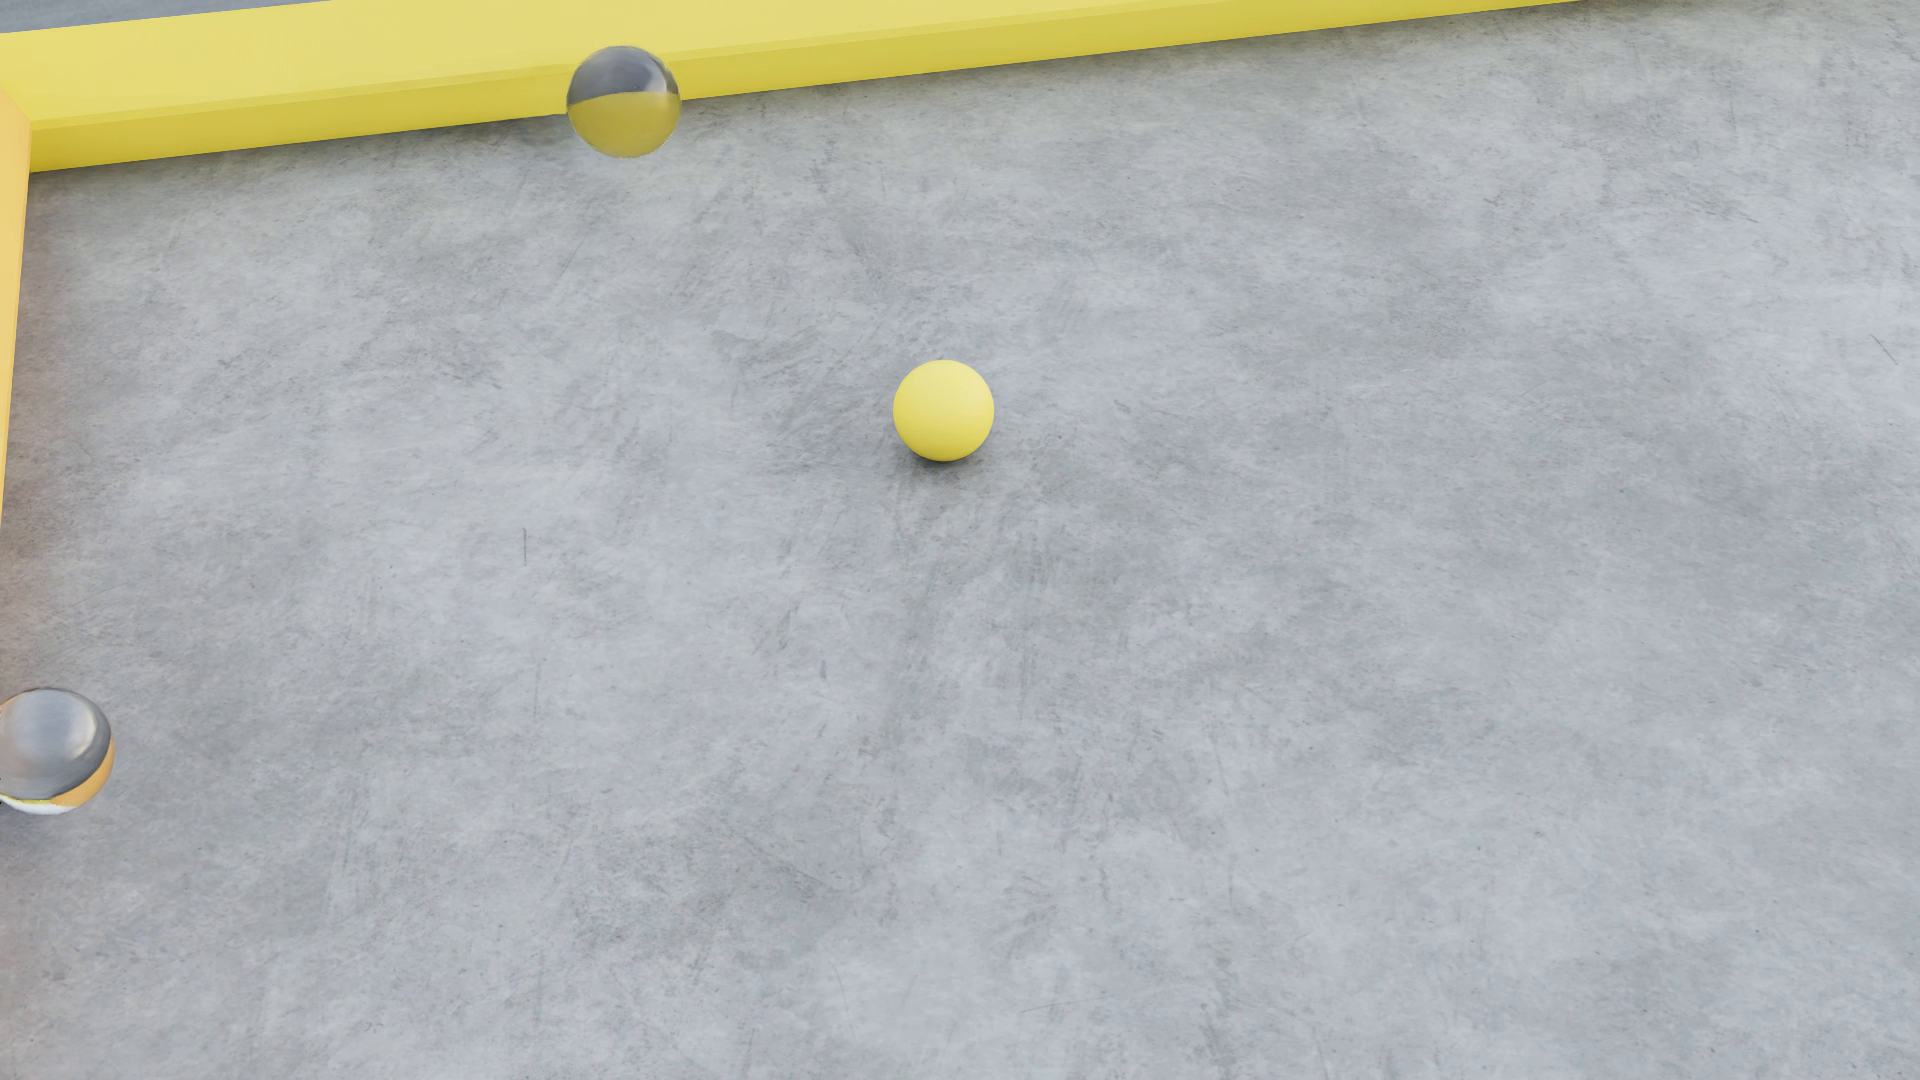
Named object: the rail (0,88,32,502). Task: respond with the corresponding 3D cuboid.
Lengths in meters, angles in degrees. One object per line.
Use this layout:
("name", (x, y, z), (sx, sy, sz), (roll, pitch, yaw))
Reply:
("rail", (-0.589, 0.067, 1.495), (0.045, 0.121, 1.501), (-9, 36, -12))

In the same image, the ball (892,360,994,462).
("ball", (-0.011, -0.089, 1.760), (0.070, 0.070, 0.070), (0, 35, 0))

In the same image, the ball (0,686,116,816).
("ball", (-0.520, 0.120, 1.463), (0.074, 0.074, 0.074), (0, 35, 0))

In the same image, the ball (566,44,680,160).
("ball", (-0.278, -0.362, 2.123), (0.093, 0.093, 0.093), (0, 35, 0))

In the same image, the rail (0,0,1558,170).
("rail", (0.431, -0.521, 2.320), (2.529, 0.121, 0.045), (-9, 36, -12))
